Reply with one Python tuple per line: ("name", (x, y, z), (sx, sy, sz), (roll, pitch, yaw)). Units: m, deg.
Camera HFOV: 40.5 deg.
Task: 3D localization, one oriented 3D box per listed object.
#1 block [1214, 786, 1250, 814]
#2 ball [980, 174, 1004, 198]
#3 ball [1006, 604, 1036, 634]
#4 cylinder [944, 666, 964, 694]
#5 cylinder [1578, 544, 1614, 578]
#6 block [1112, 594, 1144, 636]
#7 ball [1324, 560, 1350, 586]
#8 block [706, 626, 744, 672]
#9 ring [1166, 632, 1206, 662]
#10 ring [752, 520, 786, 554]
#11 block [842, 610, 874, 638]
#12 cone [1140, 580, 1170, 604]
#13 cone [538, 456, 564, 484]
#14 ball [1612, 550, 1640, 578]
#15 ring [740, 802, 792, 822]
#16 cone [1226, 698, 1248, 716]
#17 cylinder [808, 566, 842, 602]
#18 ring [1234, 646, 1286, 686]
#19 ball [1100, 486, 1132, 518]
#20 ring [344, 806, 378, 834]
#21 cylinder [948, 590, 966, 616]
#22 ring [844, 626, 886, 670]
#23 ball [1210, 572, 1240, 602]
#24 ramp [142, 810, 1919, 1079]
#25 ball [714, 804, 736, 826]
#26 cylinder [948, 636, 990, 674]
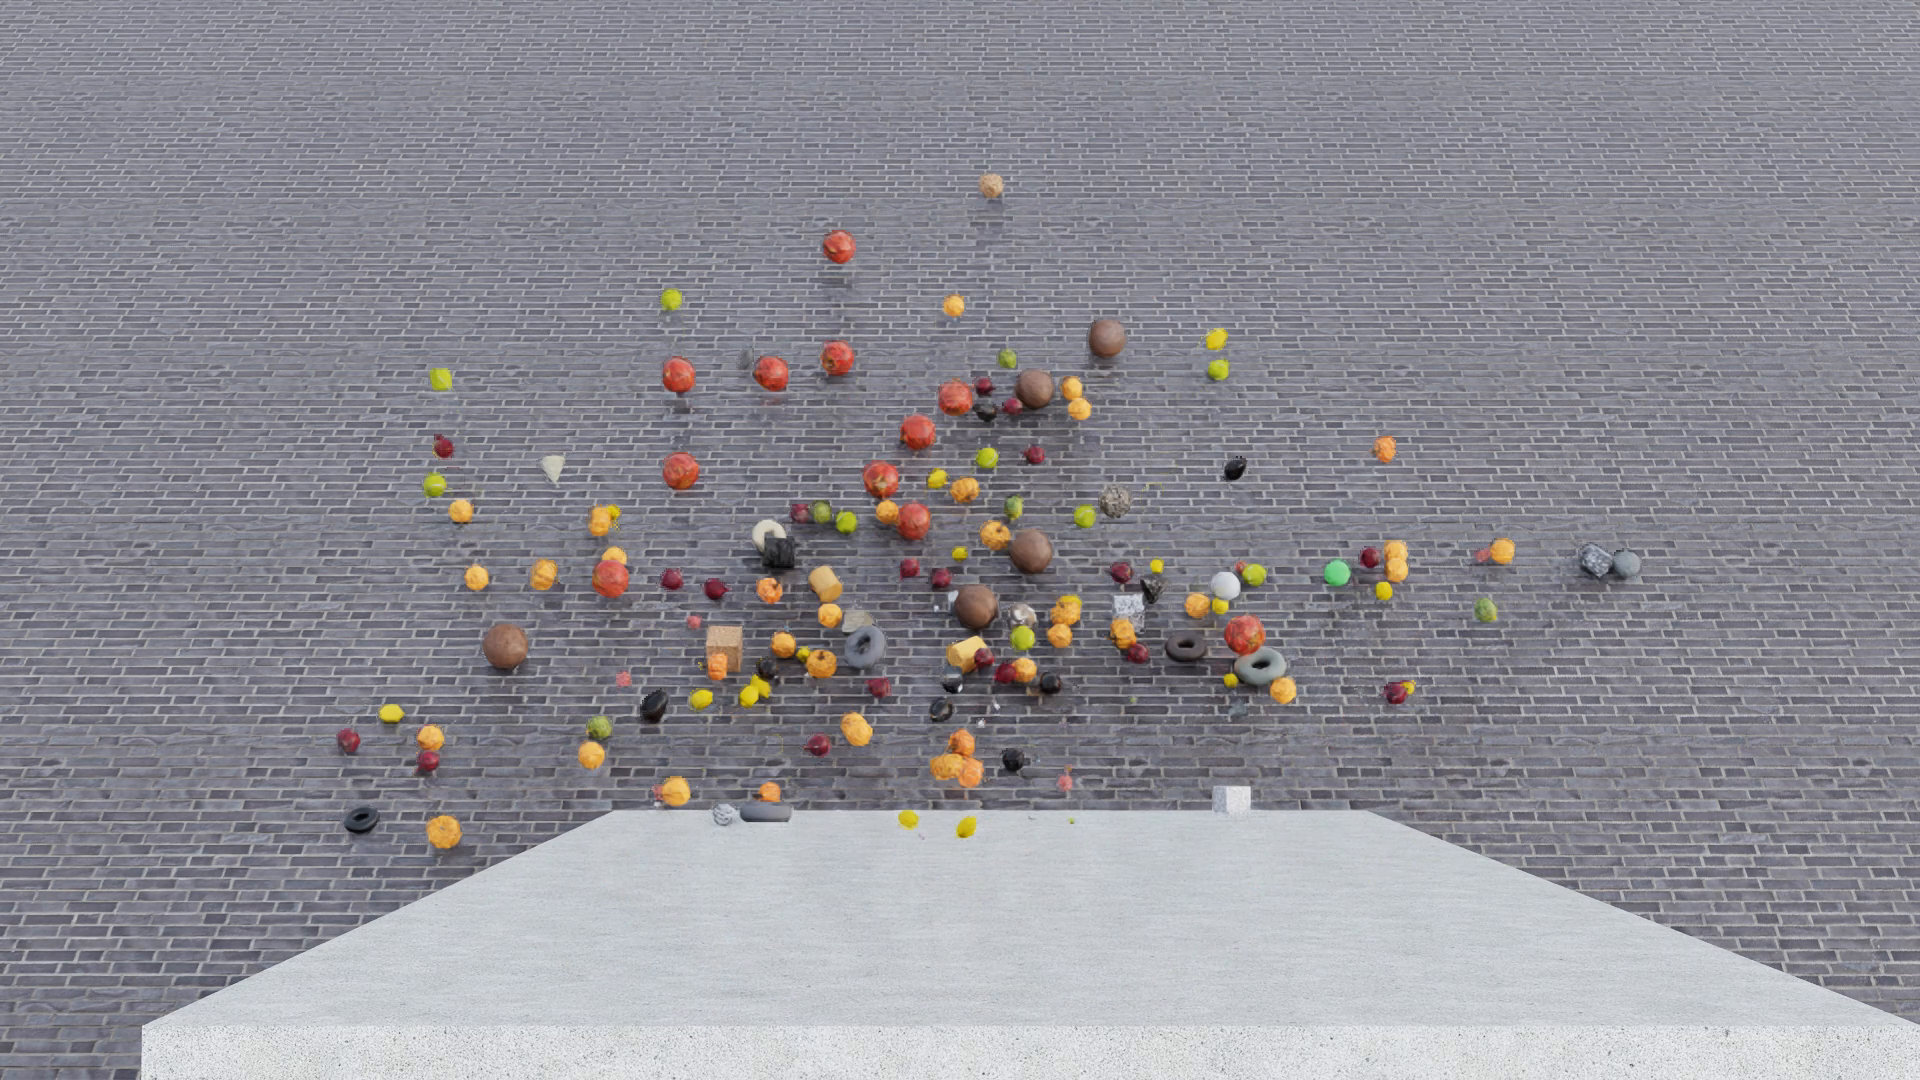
("block", (0.711, 0.679, 6.795), (0.070, 0.070, 0.070), (1, -3, -22))
("ball", (0.118, -1.321, 9.699), (0.090, 0.090, 0.090), (0, 37, 0))
("ball", (0.180, 0.230, 7.630), (0.086, 0.086, 0.086), (0, 37, 0))
("cylinder", (-0.019, 0.397, 7.431), (0.057, 0.057, 0.057), (0, 37, 0))
("cylinder", (1.919, 0.062, 7.855), (0.075, 0.075, 0.075), (-29, 50, -33))
("block", (0.495, 0.221, 7.645), (0.083, 0.083, 0.083), (-2, 37, -3))
("ball", (1.132, 0.101, 7.809), (0.078, 0.078, 0.078), (0, 37, 0))
("block", (-0.679, 0.313, 7.514), (0.092, 0.092, 0.092), (2, 37, 3))
("ring", (0.656, 0.313, 7.558), (0.122, 0.041, 0.122), (-1, 33, 1))
("ring", (-0.584, -0.007, 7.948), (0.112, 0.037, 0.112), (9, 69, -25))
("block", (-0.297, 0.250, 7.561), (0.065, 0.065, 0.065), (3, 66, 20))
("cone", (0.593, 0.139, 7.737), (0.084, 0.084, 0.084), (-23, 41, -9))
("cone", (-1.291, -0.213, 8.262), (0.083, 0.083, 0.083), (-8, 64, -11))
("ball", (2.010, 0.074, 7.843), (0.082, 0.082, 0.082), (0, 37, 0))
("ring", (-0.482, 0.679, 6.479), (0.133, 0.044, 0.133), (0, -1, 0))
("cone", (0.775, 0.483, 7.335), (0.059, 0.059, 0.059), (-26, 40, -1))
("cylinder", (-0.398, 0.131, 7.694), (0.077, 0.077, 0.077), (-19, 53, -23))
("ring", (0.864, 0.363, 7.480), (0.147, 0.049, 0.147), (-5, 37, 3))
("ball", (0.456, -0.112, 7.601), (0.095, 0.095, 0.095), (0, 37, 0))
("ring", (-1.608, 0.750, 6.981), (0.094, 0.031, 0.094), (-2, 34, 2))
("cylinder", (-0.010, 0.187, 7.716), (0.052, 0.052, 0.052), (0, 37, 0))
("ring", (-0.274, 0.309, 7.458), (0.139, 0.046, 0.139), (-19, 51, 26))
("ball", (0.766, 0.133, 7.514), (0.087, 0.087, 0.087), (0, 37, 0))
("ramp", (0.081, 0.683, 4.918), (2.000, 0.100, 4.000), (0, -2, 0))
("ball", (-0.573, 0.667, 6.323), (0.054, 0.054, 0.054), (0, 37, 0))
("cylinder", (0.024, 0.332, 7.492), (0.087, 0.087, 0.087), (-22, 42, -26))
